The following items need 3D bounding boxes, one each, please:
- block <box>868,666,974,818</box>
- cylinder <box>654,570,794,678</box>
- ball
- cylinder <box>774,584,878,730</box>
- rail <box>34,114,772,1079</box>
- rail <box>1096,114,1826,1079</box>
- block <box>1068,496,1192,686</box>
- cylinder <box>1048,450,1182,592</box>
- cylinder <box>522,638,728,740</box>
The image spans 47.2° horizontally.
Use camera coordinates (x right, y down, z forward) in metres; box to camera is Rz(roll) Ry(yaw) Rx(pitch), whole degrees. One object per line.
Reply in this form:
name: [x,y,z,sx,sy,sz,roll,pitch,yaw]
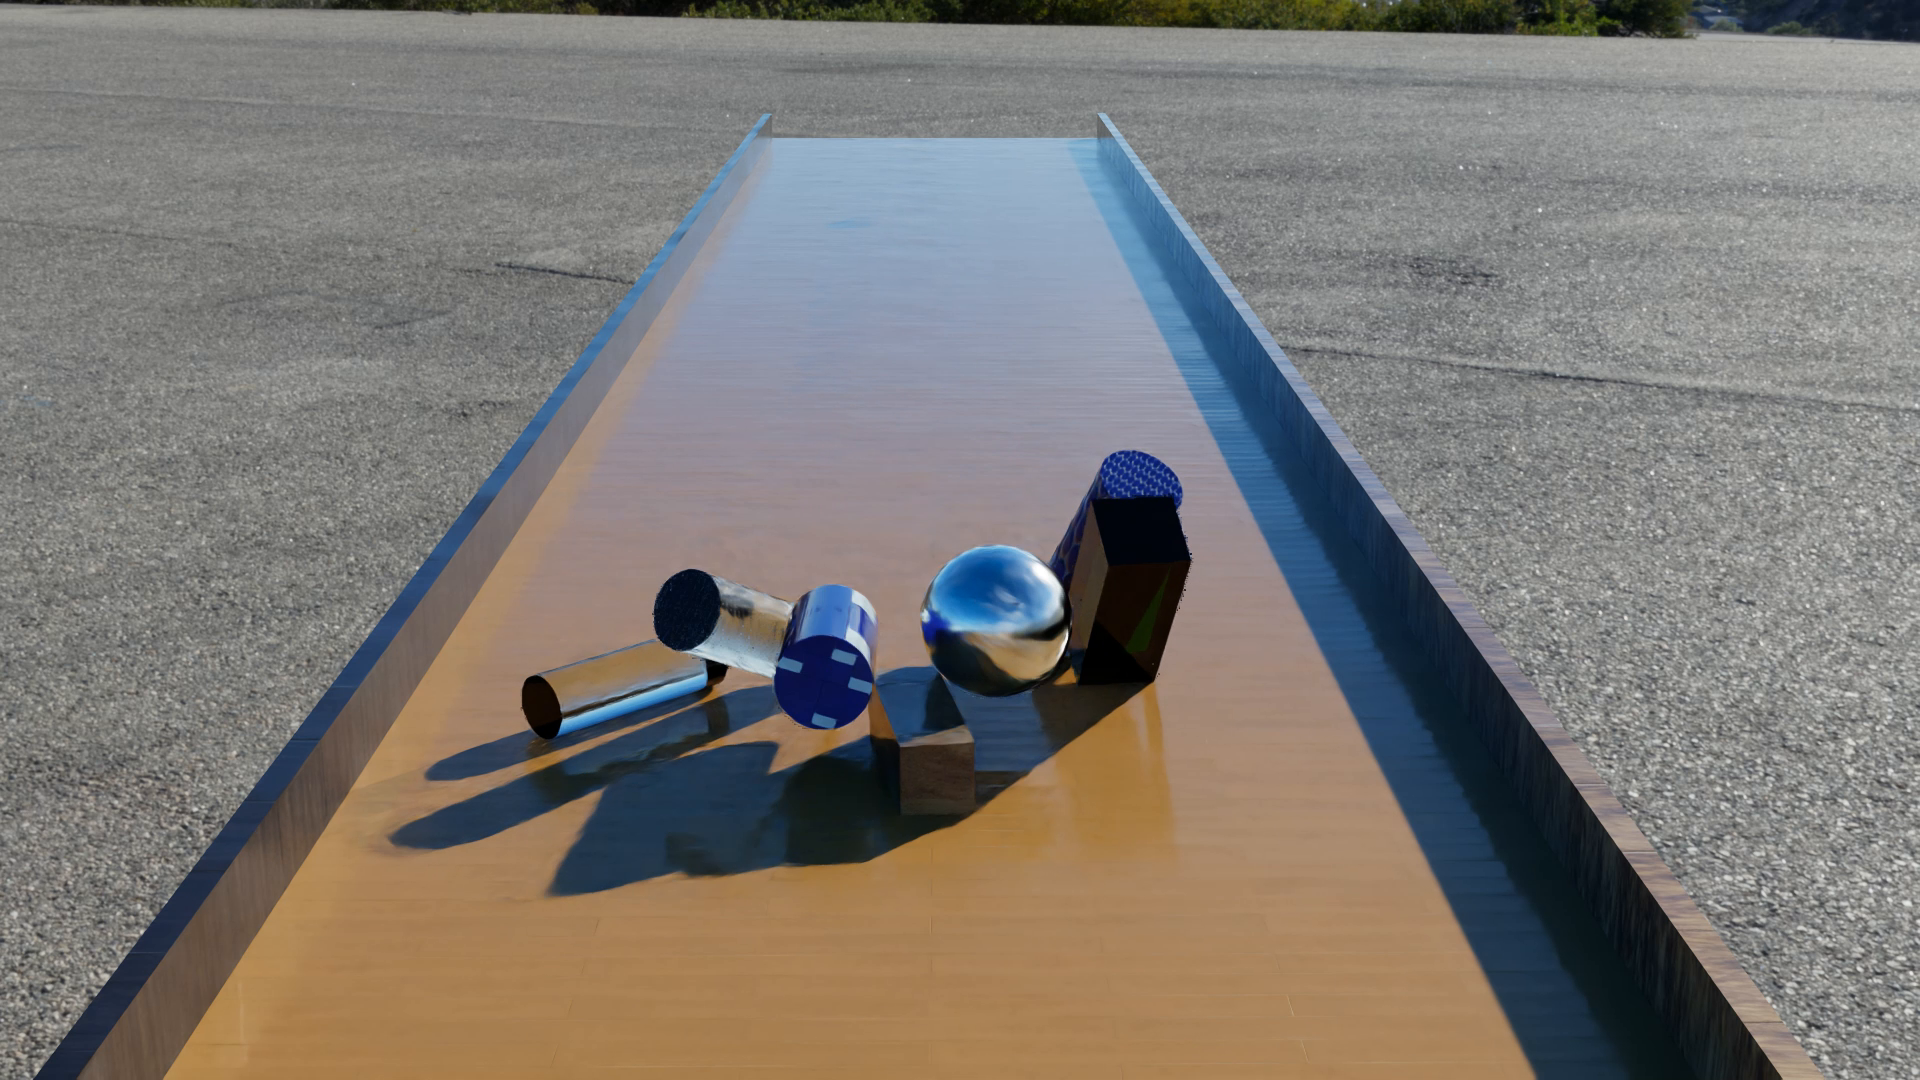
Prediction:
block: [-0.071,0.346,3.844,0.125,0.125,0.382,-3,17,-10]
cylinder: [-0.392,0.169,4.109,0.150,0.150,0.398,11,-7,32]
ball: [0.065,0.146,3.972,0.277,0.277,0.277,0,17,0]
cylinder: [-0.234,0.204,3.913,0.168,0.168,0.351,0,13,0]
rail: [-1.118,-0.838,7.780,0.050,0.150,12.000,0,17,-1]
rail: [0.932,-0.844,7.801,0.050,0.150,12.000,0,17,-1]
block: [0.312,0.101,4.192,0.156,0.374,0.156,-3,51,-11]
cylinder: [0.282,0.026,4.355,0.168,0.428,0.168,12,47,-13]
cylinder: [-0.625,0.264,4.129,0.121,0.121,0.392,15,22,41]
